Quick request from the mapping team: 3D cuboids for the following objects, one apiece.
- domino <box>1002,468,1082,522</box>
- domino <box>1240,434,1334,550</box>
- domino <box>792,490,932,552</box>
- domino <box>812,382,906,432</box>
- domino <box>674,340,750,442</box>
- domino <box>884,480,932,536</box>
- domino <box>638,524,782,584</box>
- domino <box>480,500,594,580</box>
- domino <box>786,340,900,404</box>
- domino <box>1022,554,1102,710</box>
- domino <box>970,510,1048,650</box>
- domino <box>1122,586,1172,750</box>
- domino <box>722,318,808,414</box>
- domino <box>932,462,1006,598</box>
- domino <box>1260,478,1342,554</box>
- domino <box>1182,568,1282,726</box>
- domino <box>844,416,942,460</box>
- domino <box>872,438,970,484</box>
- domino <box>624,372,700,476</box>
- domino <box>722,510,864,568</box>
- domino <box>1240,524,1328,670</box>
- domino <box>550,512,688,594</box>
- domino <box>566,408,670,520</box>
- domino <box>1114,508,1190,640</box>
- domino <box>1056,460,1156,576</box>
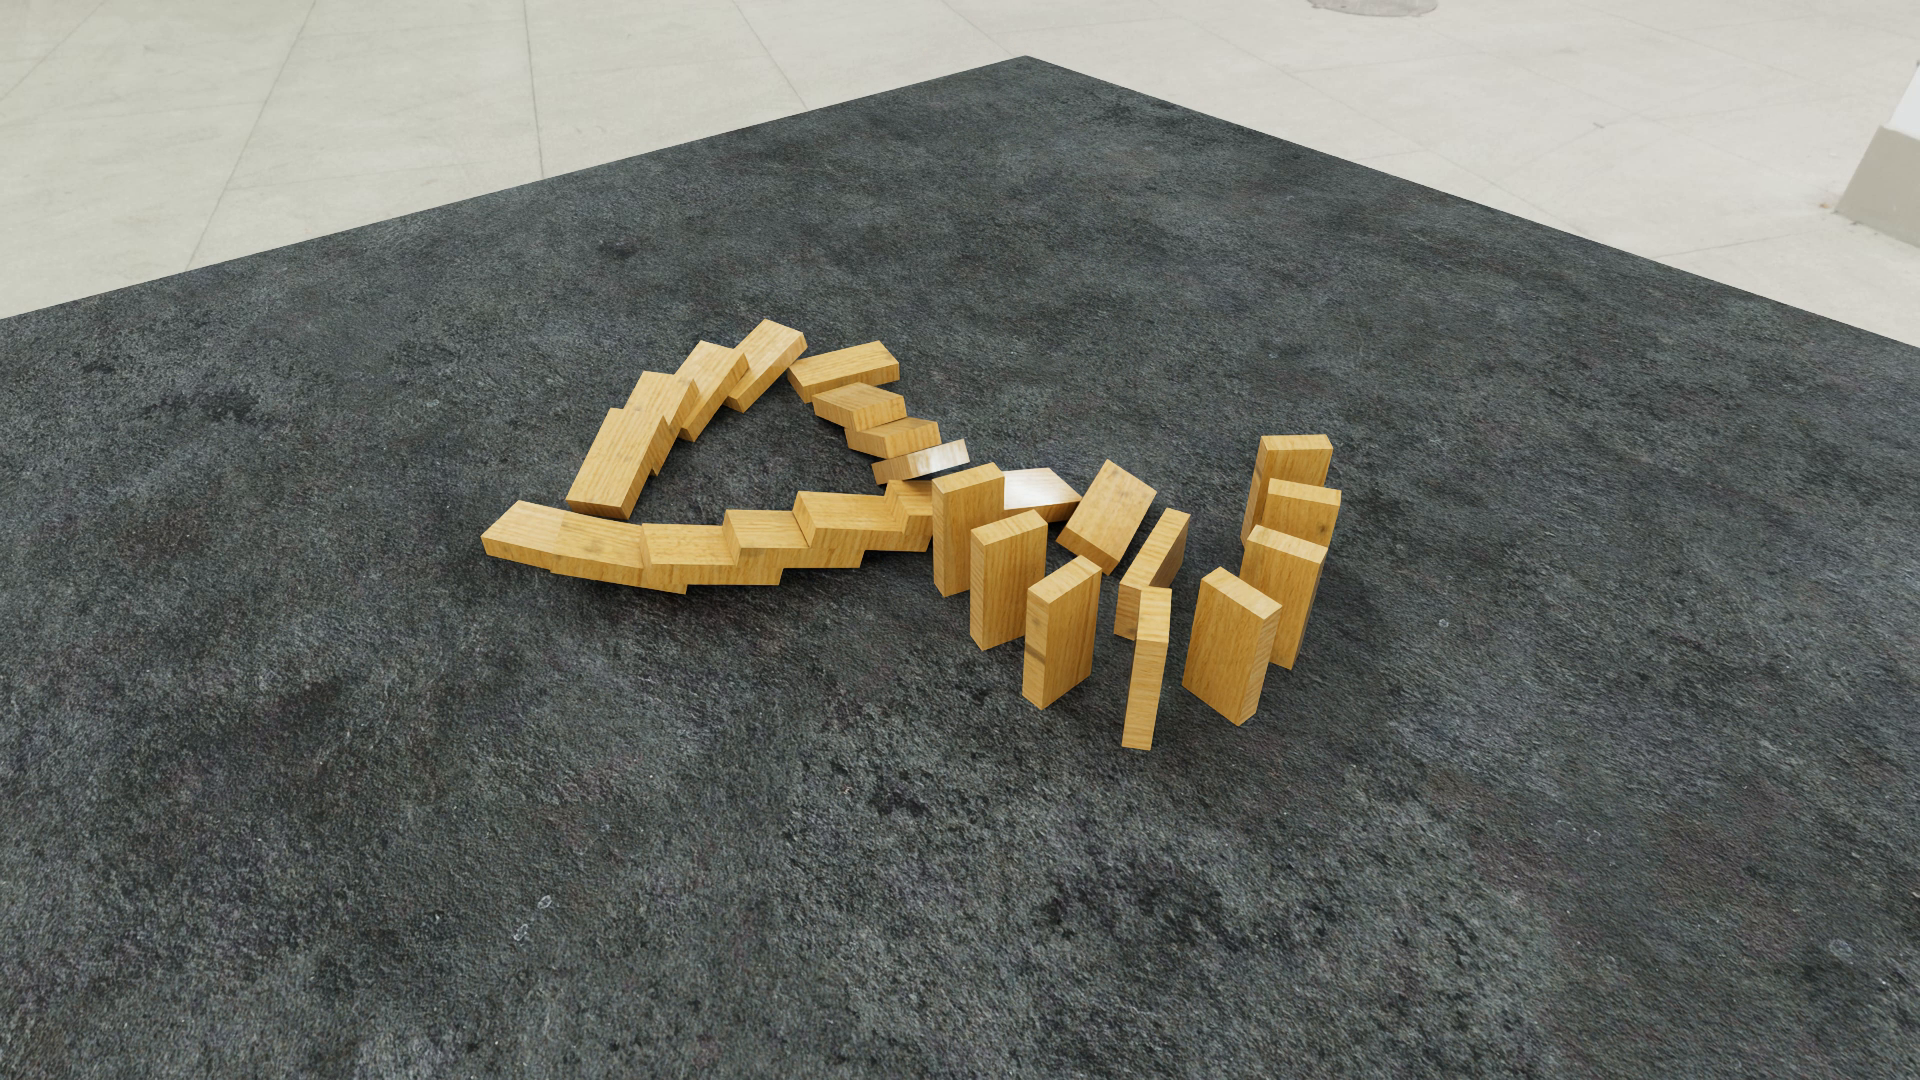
[{"bbox_3d":[0.025,-0.017,0.451,0.050,0.010,0.025,-8,41,-40],"label":"domino"},{"bbox_3d":[0.128,-0.018,0.433,0.025,0.050,0.009,-1,39,-2],"label":"domino"},{"bbox_3d":[-0.039,-0.007,0.439,0.050,0.009,0.025,2,35,-29],"label":"domino"},{"bbox_3d":[-0.047,-0.062,0.506,0.025,0.010,0.050,-20,23,-23],"label":"domino"},{"bbox_3d":[-0.124,-0.071,0.518,0.025,0.009,0.050,17,60,20],"label":"domino"},{"bbox_3d":[-0.003,-0.013,0.449,0.050,0.010,0.025,-1,36,-27],"label":"domino"},{"bbox_3d":[-0.096,0.006,0.425,0.050,0.010,0.025,2,36,-27],"label":"domino"},{"bbox_3d":[-0.163,0.000,0.444,0.050,0.010,0.025,12,41,14],"label":"domino"},{"bbox_3d":[-0.058,-0.084,0.546,0.050,0.009,0.025,-17,42,-20],"label":"domino"},{"bbox_3d":[0.034,0.032,0.373,0.025,0.050,0.009,-30,48,-32],"label":"domino"},{"bbox_3d":[0.017,0.015,0.393,0.025,0.050,0.010,-18,43,-21],"label":"domino"},{"bbox_3d":[0.061,0.042,0.360,0.010,0.050,0.025,7,40,8],"label":"domino"},{"bbox_3d":[-0.101,-0.086,0.537,0.025,0.009,0.050,24,61,27],"label":"domino"},{"bbox_3d":[0.003,-0.003,0.416,0.025,0.050,0.009,-17,42,-19],"label":"domino"},{"bbox_3d":[0.123,0.002,0.409,0.025,0.050,0.009,11,41,14],"label":"domino"},{"bbox_3d":[0.090,0.036,0.367,0.009,0.050,0.025,-28,47,-30],"label":"domino"},{"bbox_3d":[-0.030,-0.046,0.483,0.025,0.009,0.050,-18,17,-21],"label":"domino"},{"bbox_3d":[-0.017,-0.032,0.461,0.025,0.010,0.050,-17,6,-20],"label":"domino"},{"bbox_3d":[-0.140,-0.053,0.496,0.025,0.009,0.050,9,58,13],"label":"domino"},{"bbox_3d":[-0.065,0.000,0.432,0.050,0.010,0.025,1,36,-28],"label":"domino"},{"bbox_3d":[0.110,0.021,0.386,0.025,0.050,0.010,20,44,23],"label":"domino"},{"bbox_3d":[-0.130,0.005,0.426,0.050,0.009,0.025,11,37,-15],"label":"domino"},{"bbox_3d":[-0.146,-0.033,0.472,0.025,0.010,0.050,8,58,11],"label":"domino"},{"bbox_3d":[0.073,0.012,0.416,0.010,0.025,0.050,19,43,21],"label":"domino"},{"bbox_3d":[0.060,-0.010,0.448,0.025,0.010,0.050,34,45,2],"label":"domino"}]
